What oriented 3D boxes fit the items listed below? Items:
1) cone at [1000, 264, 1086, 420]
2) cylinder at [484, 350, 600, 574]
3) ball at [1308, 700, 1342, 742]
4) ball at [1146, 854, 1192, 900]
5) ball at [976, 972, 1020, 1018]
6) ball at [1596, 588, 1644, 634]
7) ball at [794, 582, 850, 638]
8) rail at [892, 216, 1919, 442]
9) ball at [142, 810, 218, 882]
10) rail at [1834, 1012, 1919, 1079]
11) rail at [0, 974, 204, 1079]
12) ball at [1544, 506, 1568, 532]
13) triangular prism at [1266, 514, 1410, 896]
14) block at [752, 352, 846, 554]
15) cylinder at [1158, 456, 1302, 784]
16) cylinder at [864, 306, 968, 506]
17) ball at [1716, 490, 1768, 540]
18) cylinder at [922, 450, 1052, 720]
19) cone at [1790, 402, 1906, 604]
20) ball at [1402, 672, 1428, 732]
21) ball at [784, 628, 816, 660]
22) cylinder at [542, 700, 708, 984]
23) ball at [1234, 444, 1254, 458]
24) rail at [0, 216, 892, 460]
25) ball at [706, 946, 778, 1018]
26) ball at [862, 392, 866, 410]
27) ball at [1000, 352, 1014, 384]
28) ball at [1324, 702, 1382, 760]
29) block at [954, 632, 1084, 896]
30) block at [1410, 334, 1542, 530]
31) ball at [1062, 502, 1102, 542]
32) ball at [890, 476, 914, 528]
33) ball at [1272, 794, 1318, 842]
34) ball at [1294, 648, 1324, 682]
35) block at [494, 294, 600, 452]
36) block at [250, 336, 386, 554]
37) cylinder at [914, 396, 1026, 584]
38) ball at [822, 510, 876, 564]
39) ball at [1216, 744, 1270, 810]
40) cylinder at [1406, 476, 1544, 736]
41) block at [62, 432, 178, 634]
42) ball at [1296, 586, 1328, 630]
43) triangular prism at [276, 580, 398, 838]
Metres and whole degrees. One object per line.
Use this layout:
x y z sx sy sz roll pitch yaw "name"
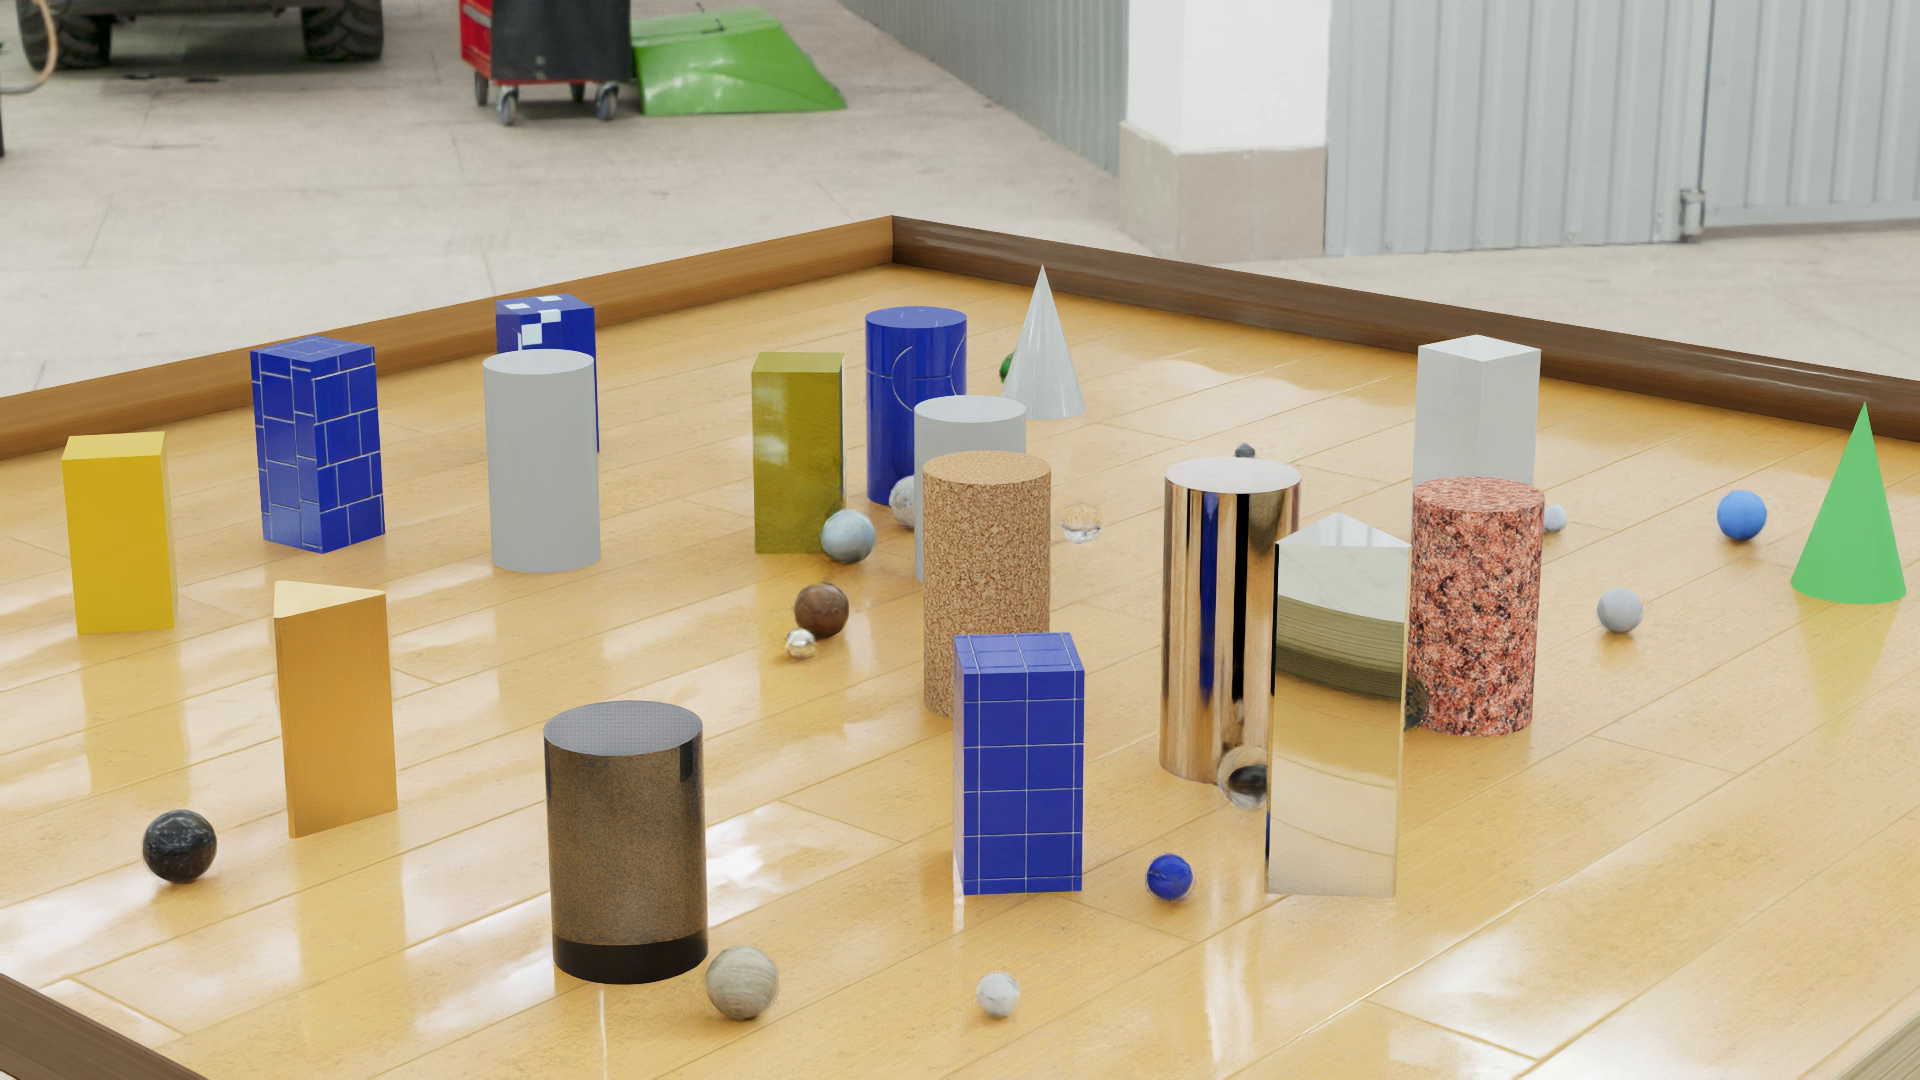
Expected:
0.178 -0.441 6.359 0.197 0.322 0.197 0 17 0 "cone"
-0.754 -0.144 5.296 0.197 0.366 0.197 0 17 0 "cylinder"
0.558 0.274 4.432 0.065 0.065 0.065 0 17 0 "ball"
0.277 0.445 3.871 0.061 0.061 0.061 0 17 0 "ball"
0.046 0.549 3.538 0.054 0.054 0.054 0 17 0 "ball"
1.109 0.119 4.926 0.076 0.076 0.076 0 17 0 "ball"
-0.231 0.117 4.901 0.094 0.094 0.094 0 17 0 "ball"
1.360 -0.420 6.619 4.132 0.128 0.045 14 22 39 "rail"
-1.044 0.409 3.924 0.098 0.098 0.098 0 17 0 "ball"
1.542 0.418 3.838 0.045 0.128 4.196 14 22 39 "rail"
-1.360 0.484 3.620 4.132 0.128 0.045 14 22 39 "rail"
1.114 -0.040 5.496 0.051 0.051 0.051 0 17 0 "ball"
0.496 0.217 3.891 0.171 0.485 0.148 1 17 4 "triangular prism"
-0.294 -0.161 5.393 0.158 0.342 0.158 0 17 2 "block"
0.394 0.117 4.297 0.197 0.442 0.197 0 17 0 "cylinder"
-0.085 -0.259 5.695 0.197 0.356 0.197 0 17 0 "cylinder"
1.452 -0.046 5.445 0.092 0.092 0.092 0 17 0 "ball"
0.041 0.071 4.556 0.197 0.382 0.197 0 17 0 "cylinder"
1.568 -0.079 5.129 0.197 0.338 0.197 0 17 0 "cone"
0.663 0.245 4.458 0.094 0.094 0.094 0 17 0 "ball"
-0.261 0.169 4.801 0.052 0.052 0.052 0 17 0 "ball"
-0.418 0.377 3.677 0.197 0.302 0.197 0 17 0 "cylinder"
0.579 -0.175 5.960 0.041 0.041 0.041 0 17 0 "ball"
-1.542 -0.354 6.402 0.045 0.128 4.196 14 22 39 "rail"
-0.263 0.533 3.533 0.087 0.087 0.087 0 17 0 "ball"
-0.181 -0.299 6.338 0.062 0.062 0.062 0 17 0 "ball"
0.136 -0.372 6.518 0.097 0.097 0.097 0 17 0 "ball"
0.584 0.284 4.358 0.088 0.088 0.088 0 17 0 "ball"
0.077 0.298 3.926 0.158 0.310 0.158 -1 17 -5 "block"
0.958 -0.185 5.454 0.158 0.353 0.158 -13 21 -36 "block"
0.225 -0.033 5.430 0.075 0.075 0.075 0 17 0 "ball"
-0.084 -0.073 5.523 0.099 0.099 0.099 0 17 0 "ball"
0.464 0.385 4.063 0.065 0.065 0.065 0 17 0 "ball"
0.557 0.200 4.696 0.054 0.054 0.054 0 17 0 "ball"
-0.850 -0.337 6.042 0.158 0.305 0.158 -8 19 -26 "block"
-1.186 -0.178 5.419 0.158 0.360 0.158 11 20 33 "block"
0.018 -0.084 5.199 0.197 0.307 0.197 0 17 0 "cylinder"
-0.202 -0.006 5.301 0.099 0.099 0.099 0 17 0 "ball"
0.412 0.337 4.173 0.093 0.093 0.093 0 17 0 "ball"
0.788 0.101 4.501 0.197 0.356 0.197 0 17 0 "cylinder"
-1.421 -0.014 4.971 0.158 0.303 0.158 -3 17 -11 "block"
0.582 0.114 4.941 0.076 0.076 0.076 0 17 0 "ball"
-0.914 0.228 4.135 0.171 0.323 0.148 -14 22 -40 "triangular prism"
